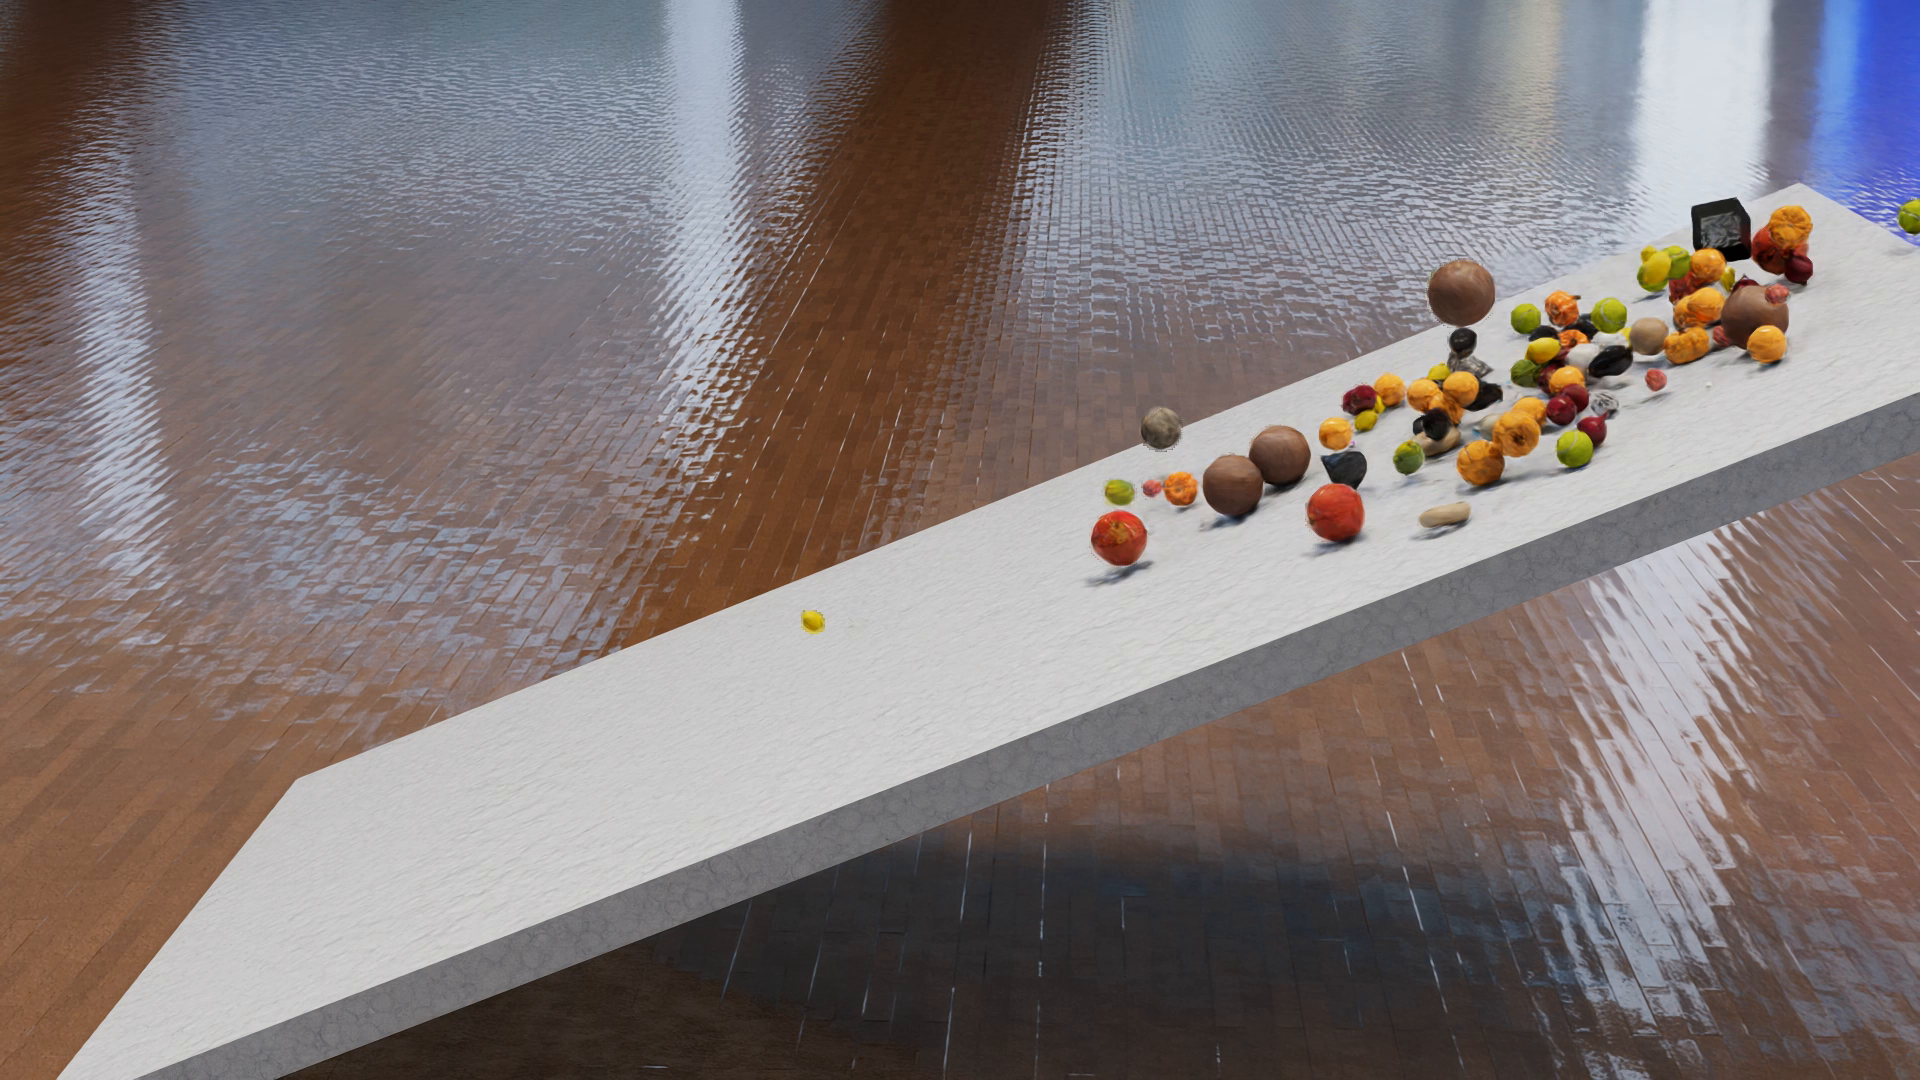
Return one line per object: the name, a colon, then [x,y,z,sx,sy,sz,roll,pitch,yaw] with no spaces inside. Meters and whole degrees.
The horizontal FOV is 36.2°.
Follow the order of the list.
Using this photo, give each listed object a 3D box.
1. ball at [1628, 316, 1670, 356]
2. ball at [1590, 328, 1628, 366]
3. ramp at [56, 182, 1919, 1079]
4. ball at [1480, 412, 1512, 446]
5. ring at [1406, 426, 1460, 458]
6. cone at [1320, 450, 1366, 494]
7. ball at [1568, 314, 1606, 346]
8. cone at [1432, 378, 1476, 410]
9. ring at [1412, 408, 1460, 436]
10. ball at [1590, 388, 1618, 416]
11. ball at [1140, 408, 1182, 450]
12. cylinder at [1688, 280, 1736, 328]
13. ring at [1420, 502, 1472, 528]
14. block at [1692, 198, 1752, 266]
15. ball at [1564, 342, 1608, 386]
ball: [1.396,-0.412,5.959,0.081,0.081,0.081,0,14,0]
ball: [1.340,-0.398,6.071,0.079,0.079,0.079,0,14,0]
ramp: [0.127,0.172,6.288,4.000,0.100,2.000,-22,12,8]
ball: [1.066,-0.221,5.853,0.065,0.065,0.065,0,14,0]
ring: [0.968,-0.200,6.009,0.115,0.038,0.115,-21,12,4]
cone: [0.761,-0.154,5.974,0.092,0.092,0.092,-9,27,-33]
ball: [1.333,-0.440,6.249,0.084,0.084,0.084,0,14,0]
cone: [1.055,-0.316,6.208,0.084,0.084,0.084,-24,-1,35]
ring: [0.996,-0.244,6.147,0.104,0.035,0.104,-19,16,6]
ball: [1.255,-0.267,5.731,0.054,0.054,0.054,0,14,0]
ball: [0.459,-0.255,6.712,0.095,0.095,0.095,0,14,0]
cylinder: [1.545,-0.485,6.047,0.070,0.070,0.070,-42,-3,24]
ring: [0.900,-0.046,5.454,0.098,0.033,0.098,-14,1,0]
block: [1.572,-0.636,6.070,0.094,0.094,0.094,-9,-26,30]
ball: [1.277,-0.359,5.996,0.087,0.087,0.087,0,14,0]
